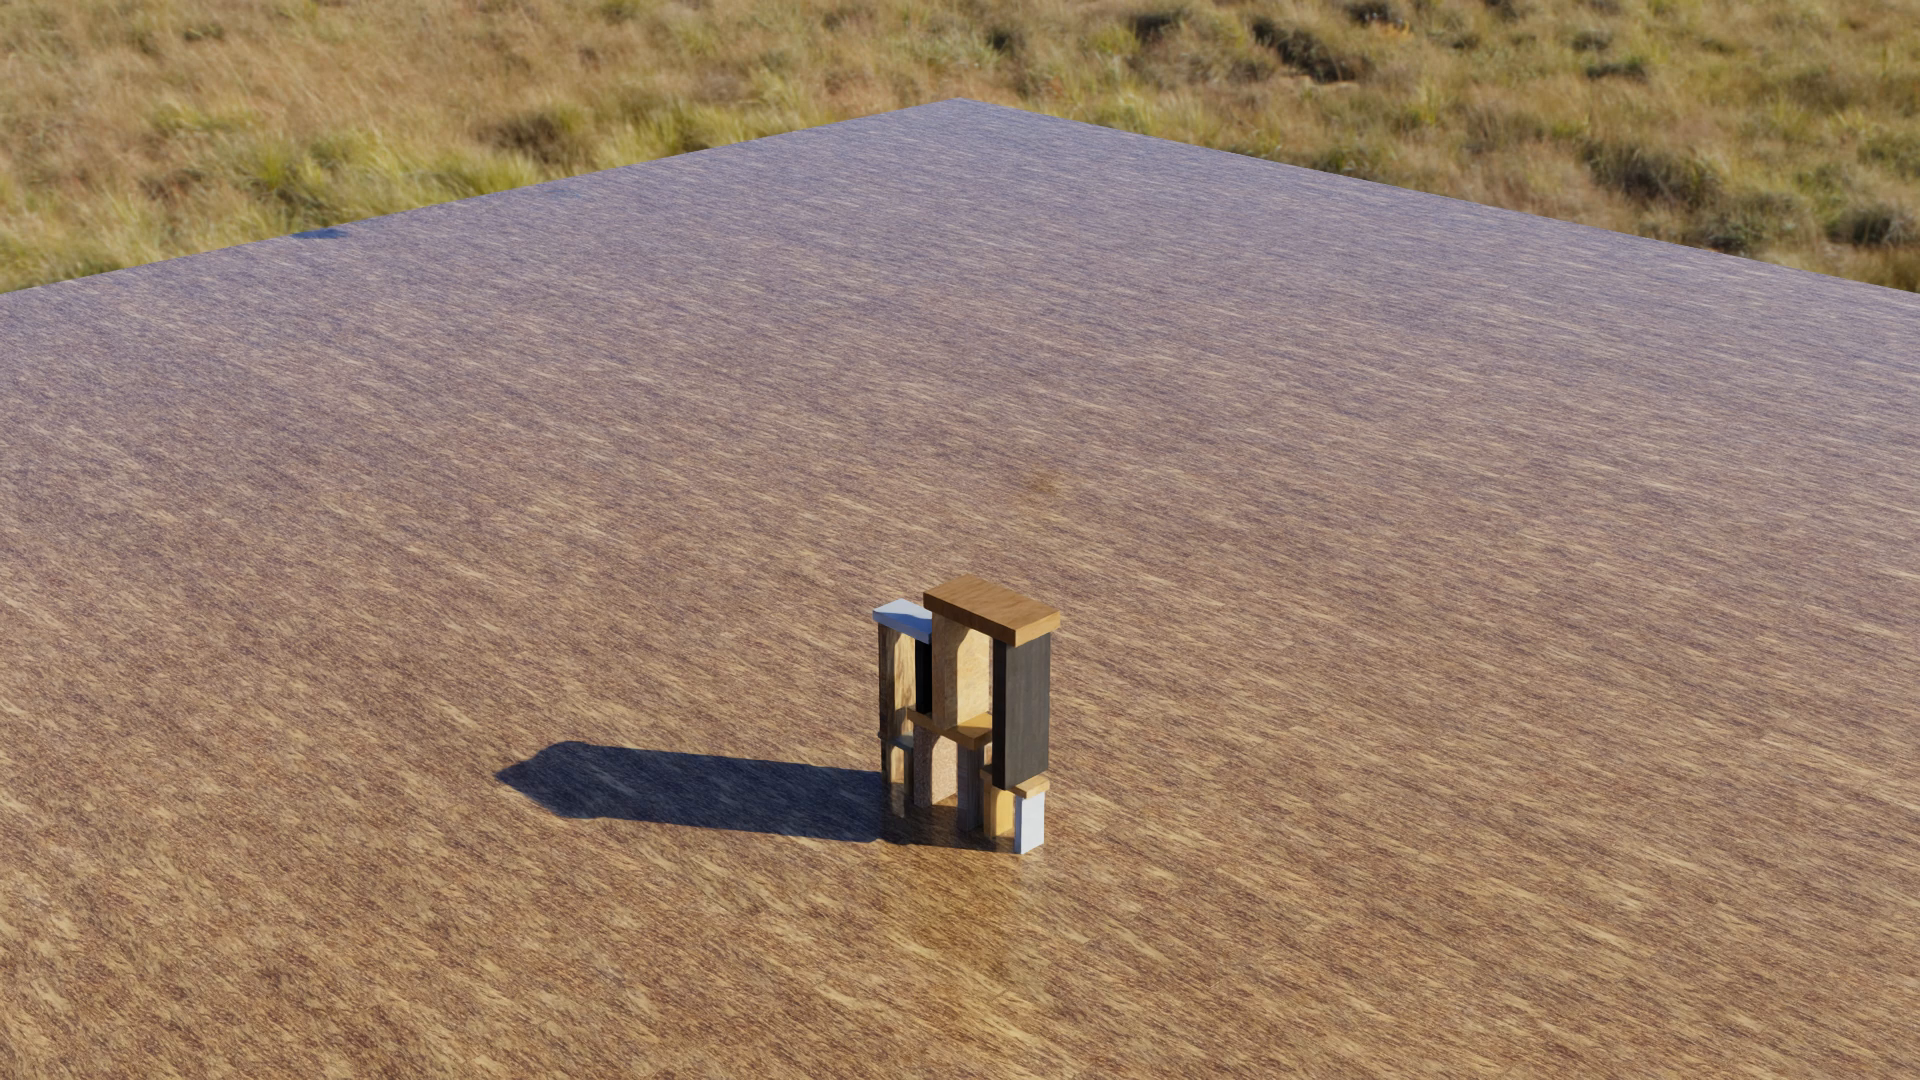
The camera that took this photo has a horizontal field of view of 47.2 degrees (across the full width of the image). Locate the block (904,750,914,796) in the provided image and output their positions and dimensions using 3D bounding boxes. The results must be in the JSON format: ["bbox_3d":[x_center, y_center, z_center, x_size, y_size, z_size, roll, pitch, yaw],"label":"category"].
[{"bbox_3d":[-0.093,0.470,4.523,0.014,0.101,0.050,21,31,41],"label":"block"}]

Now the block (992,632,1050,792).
[{"bbox_3d":[0.118,0.317,4.234,0.123,0.316,0.035,-21,31,-41],"label":"block"}]

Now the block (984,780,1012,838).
[{"bbox_3d":[0.076,0.523,4.364,0.064,0.128,0.018,-21,31,-41],"label":"block"}]

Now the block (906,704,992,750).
[{"bbox_3d":[-0.007,0.361,4.391,0.189,0.027,0.094,21,31,41],"label":"block"}]

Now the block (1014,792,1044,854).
[{"bbox_3d":[0.136,0.547,4.309,0.064,0.128,0.018,-21,31,-41],"label":"block"}]

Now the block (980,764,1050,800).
[{"bbox_3d":[0.107,0.468,4.308,0.064,0.018,0.128,-21,31,-41],"label":"block"}]

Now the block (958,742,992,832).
[{"bbox_3d":[0.038,0.478,4.393,0.027,0.189,0.094,21,31,41],"label":"block"}]

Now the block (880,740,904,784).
[{"bbox_3d":[-0.140,0.452,4.567,0.014,0.101,0.050,21,31,41],"label":"block"}]

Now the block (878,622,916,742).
[{"bbox_3d":[-0.128,0.277,4.479,0.023,0.261,0.080,21,31,41],"label":"block"}]

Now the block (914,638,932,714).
[{"bbox_3d":[-0.053,0.261,4.389,0.023,0.160,0.080,21,31,41],"label":"block"}]

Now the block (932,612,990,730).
[{"bbox_3d":[0.001,0.240,4.327,0.035,0.247,0.123,21,31,41],"label":"block"}]

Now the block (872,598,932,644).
[{"bbox_3d":[-0.090,0.162,4.388,0.160,0.023,0.080,21,31,41],"label":"block"}]

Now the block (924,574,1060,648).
[{"bbox_3d":[0.060,0.133,4.219,0.247,0.035,0.123,21,31,41],"label":"block"}]

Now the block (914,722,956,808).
[{"bbox_3d":[-0.051,0.443,4.475,0.027,0.189,0.094,21,31,41],"label":"block"}]

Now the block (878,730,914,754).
[{"bbox_3d":[-0.117,0.408,4.522,0.101,0.014,0.050,21,31,41],"label":"block"}]
